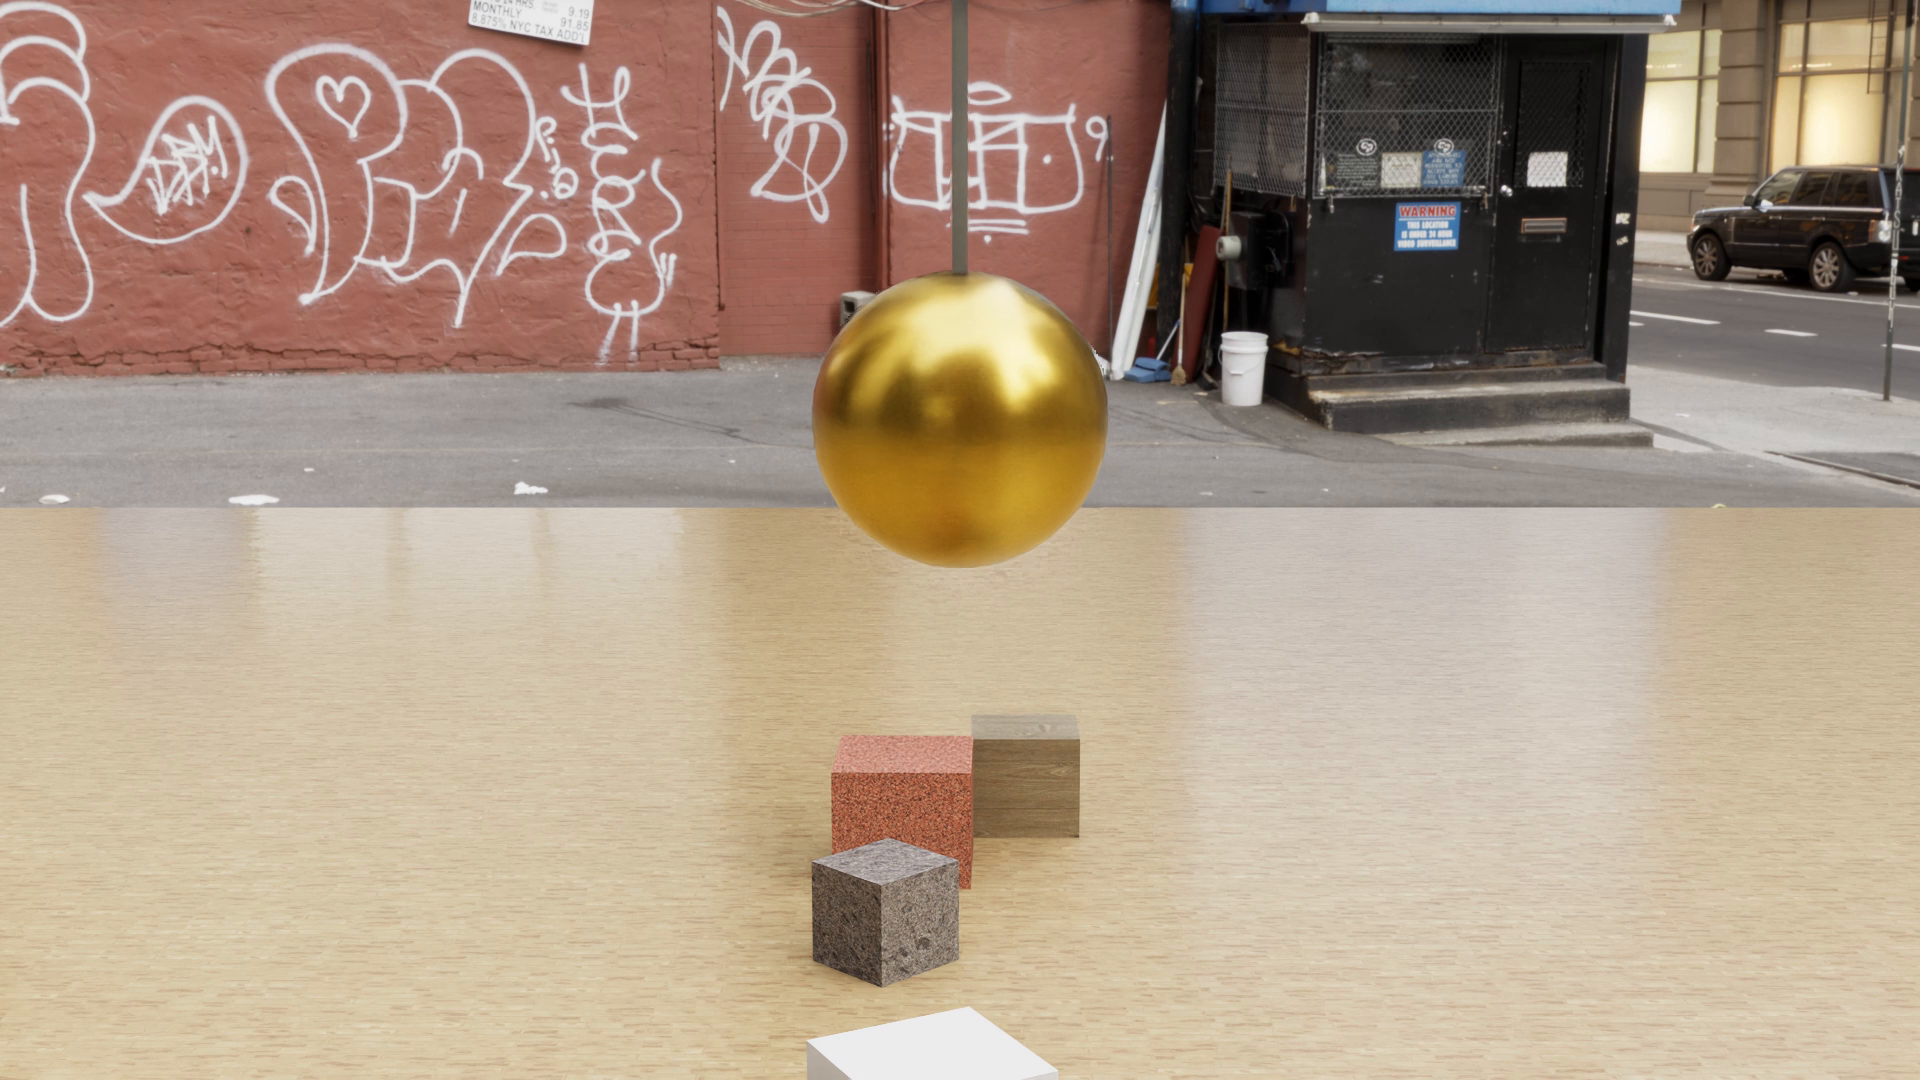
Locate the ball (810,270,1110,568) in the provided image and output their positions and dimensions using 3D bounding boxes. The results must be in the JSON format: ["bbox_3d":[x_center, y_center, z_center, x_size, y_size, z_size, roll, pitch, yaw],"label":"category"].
[{"bbox_3d":[0.000,-0.649,11.822,1.600,1.600,1.600,0,10,0],"label":"ball"}]

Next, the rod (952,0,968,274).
[{"bbox_3d":[0.000,-3.892,10.802,0.080,5.200,0.080,0,17,0],"label":"rod"}]

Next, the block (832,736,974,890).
[{"bbox_3d":[-0.270,1.317,10.722,0.658,0.572,0.658,0,10,1],"label":"block"}]

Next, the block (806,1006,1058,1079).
[{"bbox_3d":[-0.097,1.959,7.254,0.616,0.550,0.606,-5,12,-28],"label":"block"}]

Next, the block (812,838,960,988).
[{"bbox_3d":[-0.321,1.601,9.501,0.457,0.450,0.440,-10,14,-44],"label":"block"}]

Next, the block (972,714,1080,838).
[{"bbox_3d":[0.335,1.219,11.404,0.547,0.521,0.489,0,10,0],"label":"block"}]
